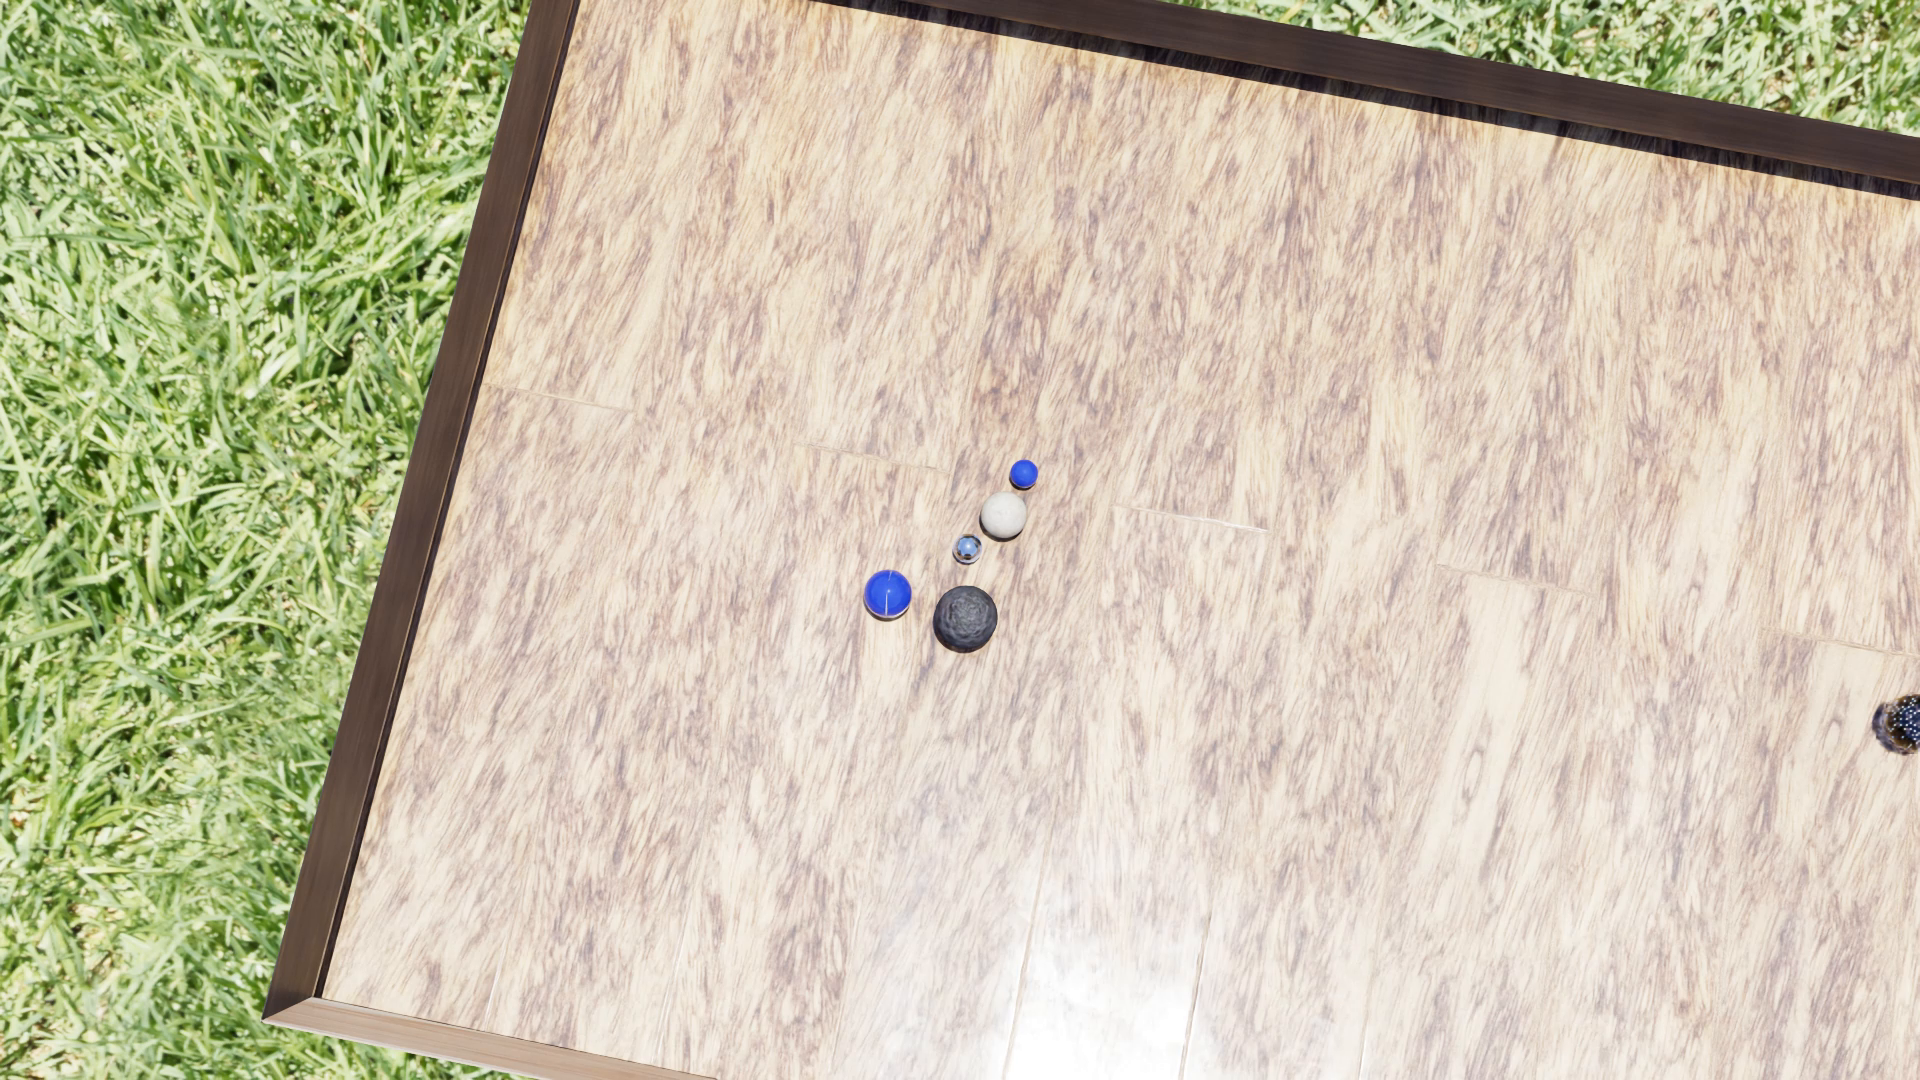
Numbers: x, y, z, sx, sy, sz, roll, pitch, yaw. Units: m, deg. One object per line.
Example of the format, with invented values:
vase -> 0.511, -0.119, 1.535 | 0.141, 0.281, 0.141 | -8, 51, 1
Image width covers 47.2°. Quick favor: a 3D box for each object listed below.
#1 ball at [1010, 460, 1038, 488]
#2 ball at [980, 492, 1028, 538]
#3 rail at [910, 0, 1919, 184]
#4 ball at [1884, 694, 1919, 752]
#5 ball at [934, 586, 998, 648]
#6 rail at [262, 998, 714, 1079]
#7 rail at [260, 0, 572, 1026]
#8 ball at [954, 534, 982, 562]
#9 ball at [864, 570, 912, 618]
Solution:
ball -> 0.098, -0.102, 3.365 | 0.044, 0.044, 0.044 | 0, 76, 0
ball -> 0.067, -0.039, 3.336 | 0.071, 0.071, 0.071 | 0, 76, 0
rail -> 0.974, -0.679, 3.463 | 3.287, 0.124, 0.045 | 11, 77, 3
ball -> 1.413, 0.270, 3.253 | 0.086, 0.086, 0.086 | 0, 76, 0
ball -> 0.009, 0.115, 3.286 | 0.095, 0.095, 0.095 | 0, 76, 0
rail -> 0.638, 0.975, 3.063 | 3.287, 0.124, 0.045 | 11, 77, 3
rail -> -0.783, -0.157, 3.336 | 0.045, 0.124, 1.782 | 11, 77, 3
ball -> 0.012, 0.012, 3.337 | 0.045, 0.045, 0.045 | 0, 76, 0
ball -> -0.108, 0.081, 3.306 | 0.074, 0.074, 0.074 | 0, 76, 0
